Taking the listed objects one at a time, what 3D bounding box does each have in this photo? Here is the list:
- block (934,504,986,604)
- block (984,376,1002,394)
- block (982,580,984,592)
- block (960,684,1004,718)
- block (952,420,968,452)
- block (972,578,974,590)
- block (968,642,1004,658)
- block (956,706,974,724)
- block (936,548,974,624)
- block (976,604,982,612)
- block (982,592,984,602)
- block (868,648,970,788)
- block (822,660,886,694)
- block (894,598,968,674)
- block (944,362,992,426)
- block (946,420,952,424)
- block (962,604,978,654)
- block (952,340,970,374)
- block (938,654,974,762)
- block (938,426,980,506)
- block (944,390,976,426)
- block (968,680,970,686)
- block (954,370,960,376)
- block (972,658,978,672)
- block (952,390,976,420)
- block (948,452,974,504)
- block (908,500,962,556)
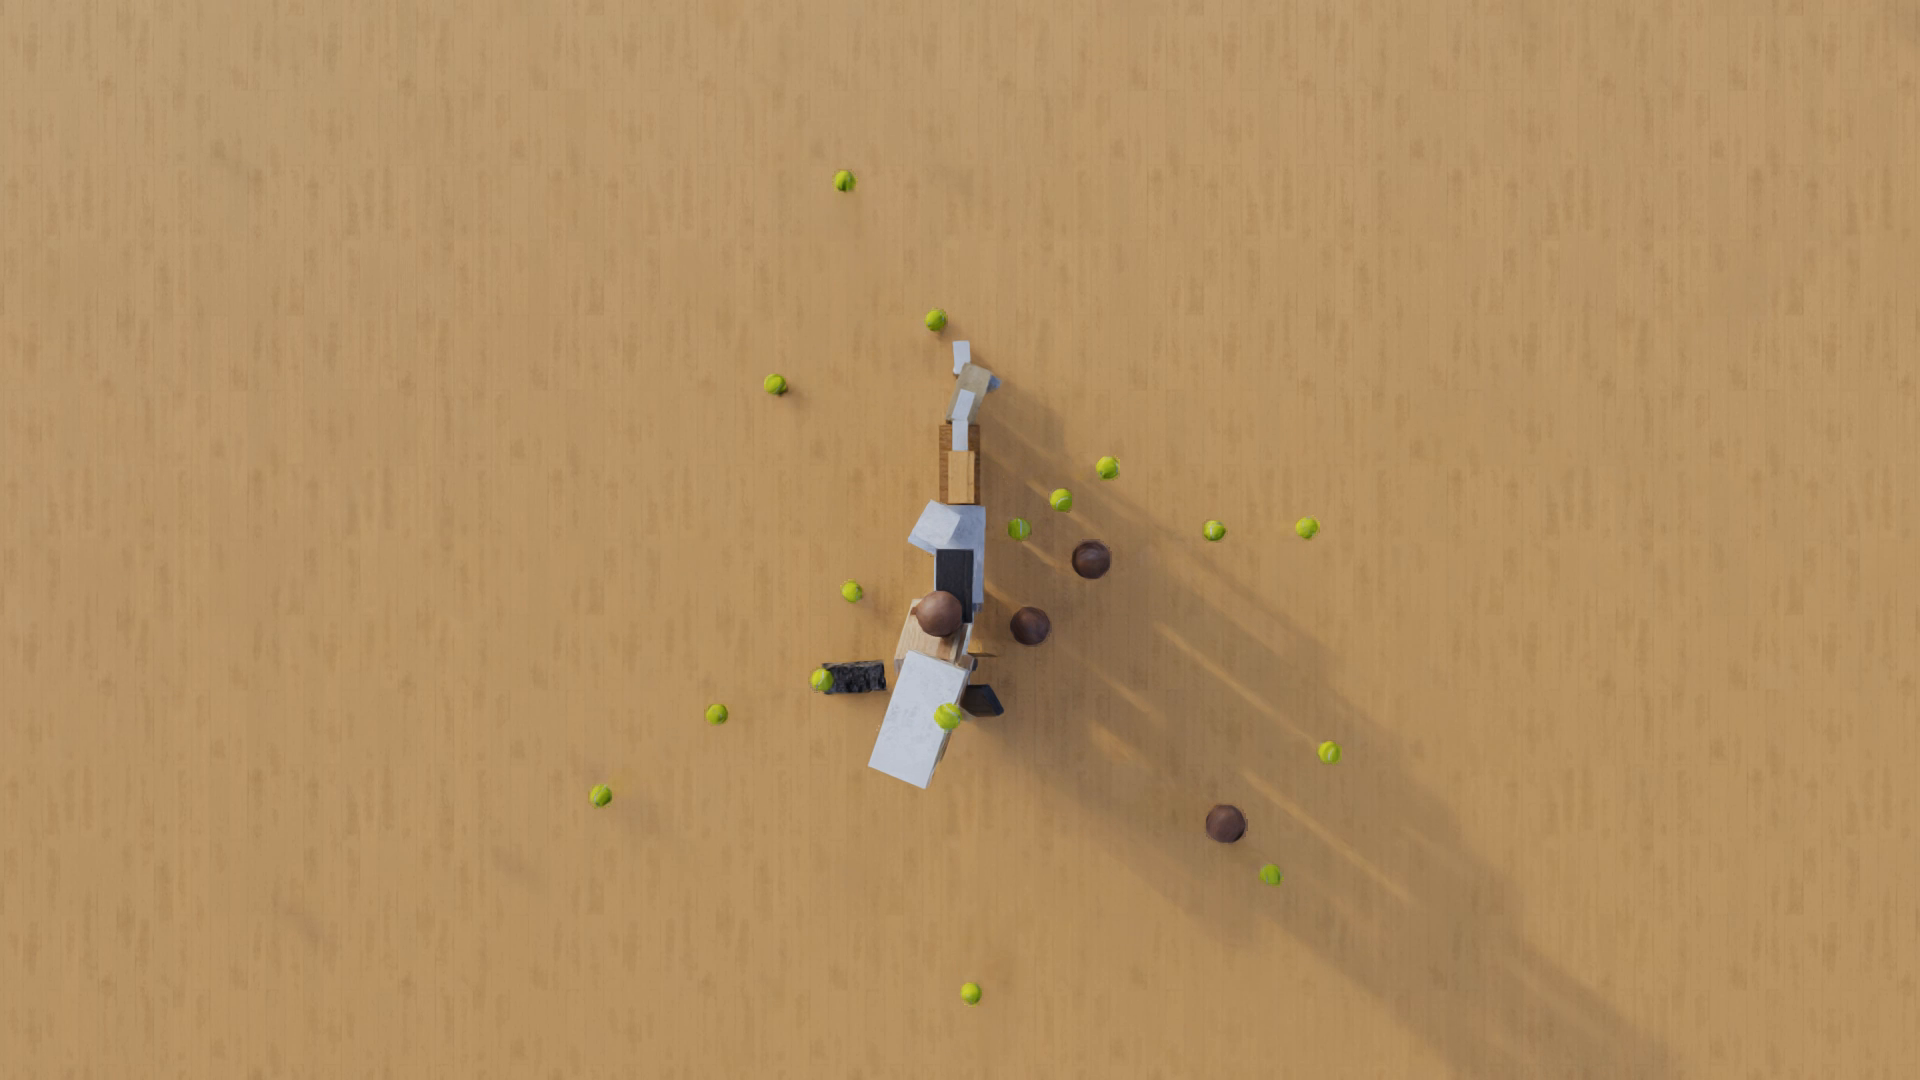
[{"bbox_3d":[-0.001,0.040,4.866,0.143,0.041,0.286,2,90,0],"label":"block"},{"bbox_3d":[0.059,-0.506,5.286,0.091,0.419,0.026,29,88,-7],"label":"block"},{"bbox_3d":[-0.001,0.137,5.030,0.143,0.286,0.041,1,89,0],"label":"block"},{"bbox_3d":[0.056,0.521,5.338,0.029,0.326,0.103,-32,93,-18],"label":"block"},{"bbox_3d":[0.001,-0.309,4.885,0.045,0.013,0.091,0,90,0],"label":"block"},{"bbox_3d":[-0.014,0.130,4.757,0.104,0.208,0.029,3,131,0],"label":"block"},{"bbox_3d":[0.047,0.346,5.190,0.120,0.239,0.034,-2,82,18],"label":"block"},{"bbox_3d":[-0.052,0.524,5.391,0.205,0.103,0.029,38,82,-8],"label":"block"},{"bbox_3d":[-0.016,0.130,4.649,0.104,0.029,0.208,1,95,0],"label":"block"},{"bbox_3d":[0.001,0.083,5.193,0.143,0.041,0.286,1,90,0],"label":"block"},{"bbox_3d":[0.002,0.179,5.357,0.143,0.286,0.041,0,90,0],"label":"block"},{"bbox_3d":[-0.113,0.488,4.516,0.171,0.048,0.342,21,96,12],"label":"block"},{"bbox_3d":[-0.352,0.455,5.462,0.205,0.029,0.103,-3,119,0],"label":"block"},{"bbox_3d":[-0.075,0.272,4.698,0.171,0.342,0.048,-1,117,9],"label":"block"},{"bbox_3d":[0.026,-0.445,5.063,0.091,0.026,0.183,19,93,-1],"label":"block"},{"bbox_3d":[0.001,-0.383,5.172,0.091,0.183,0.026,0,90,0],"label":"block"},{"bbox_3d":[-0.030,0.289,4.951,0.120,0.034,0.239,9,65,7],"label":"block"},{"bbox_3d":[0.007,-0.597,5.387,0.053,0.015,0.105,-4,90,0],"label":"block"},{"bbox_3d":[-0.088,0.463,4.728,0.171,0.395,0.048,11,129,8],"label":"block"},{"bbox_3d":[-0.001,-0.224,5.000,0.123,0.035,0.247,0,90,0],"label":"block"},{"bbox_3d":[-0.002,-0.375,5.278,0.103,0.029,0.207,0,90,0],"label":"block"},{"bbox_3d":[0.004,0.422,5.385,0.053,0.015,0.106,-2,89,0],"label":"block"},{"bbox_3d":[0.004,-0.557,5.447,0.053,0.105,0.015,0,91,0],"label":"block"},{"bbox_3d":[-0.023,0.389,5.155,0.120,0.445,0.034,6,88,6],"label":"block"},{"bbox_3d":[0.010,-0.403,4.954,0.046,0.013,0.092,19,93,-1],"label":"block"},{"bbox_3d":[0.003,-0.183,4.821,0.075,0.021,0.150,0,90,0],"label":"block"},{"bbox_3d":[-0.072,-0.035,4.751,0.104,0.208,0.029,28,123,0],"label":"block"}]
